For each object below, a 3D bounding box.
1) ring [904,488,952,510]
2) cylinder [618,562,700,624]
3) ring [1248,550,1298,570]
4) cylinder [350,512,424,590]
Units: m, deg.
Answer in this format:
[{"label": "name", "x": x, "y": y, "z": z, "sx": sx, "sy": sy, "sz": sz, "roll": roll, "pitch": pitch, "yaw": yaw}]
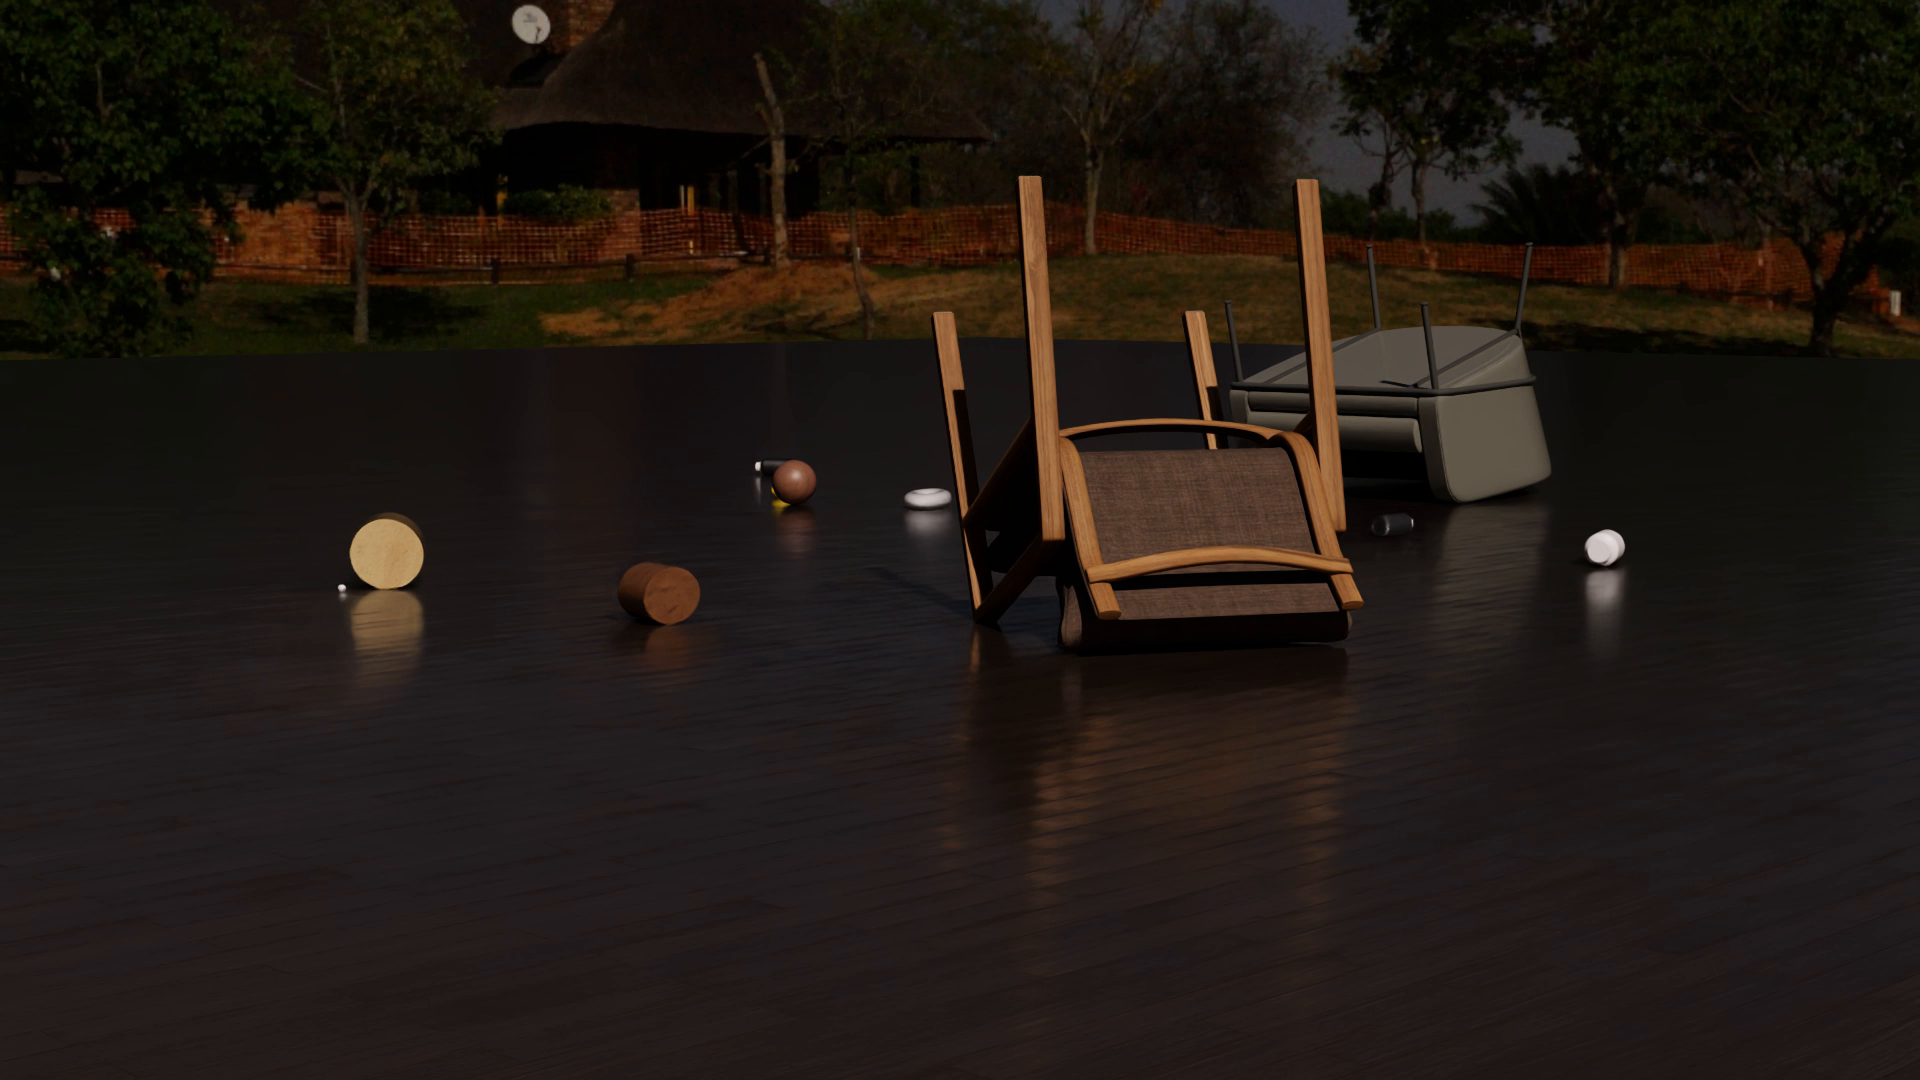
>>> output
[{"label": "ring", "x": -0.092, "y": -0.115, "z": 7.306, "sx": 0.133, "sy": 0.047, "sz": 0.309, "roll": 0, "pitch": 5, "yaw": 8}, {"label": "cylinder", "x": -0.576, "y": 0.101, "z": 4.903, "sx": 0.119, "sy": 0.108, "sz": 0.113, "roll": -19, "pitch": 15, "yaw": -30}, {"label": "ring", "x": 0.705, "y": 0.046, "z": 5.781, "sx": 0.110, "sy": 0.038, "sz": 0.113, "roll": -1, "pitch": 7, "yaw": 2}, {"label": "cylinder", "x": -1.221, "y": 0.022, "z": 5.478, "sx": 0.153, "sy": 0.147, "sz": 0.170, "roll": 28, "pitch": 0, "yaw": -12}]
